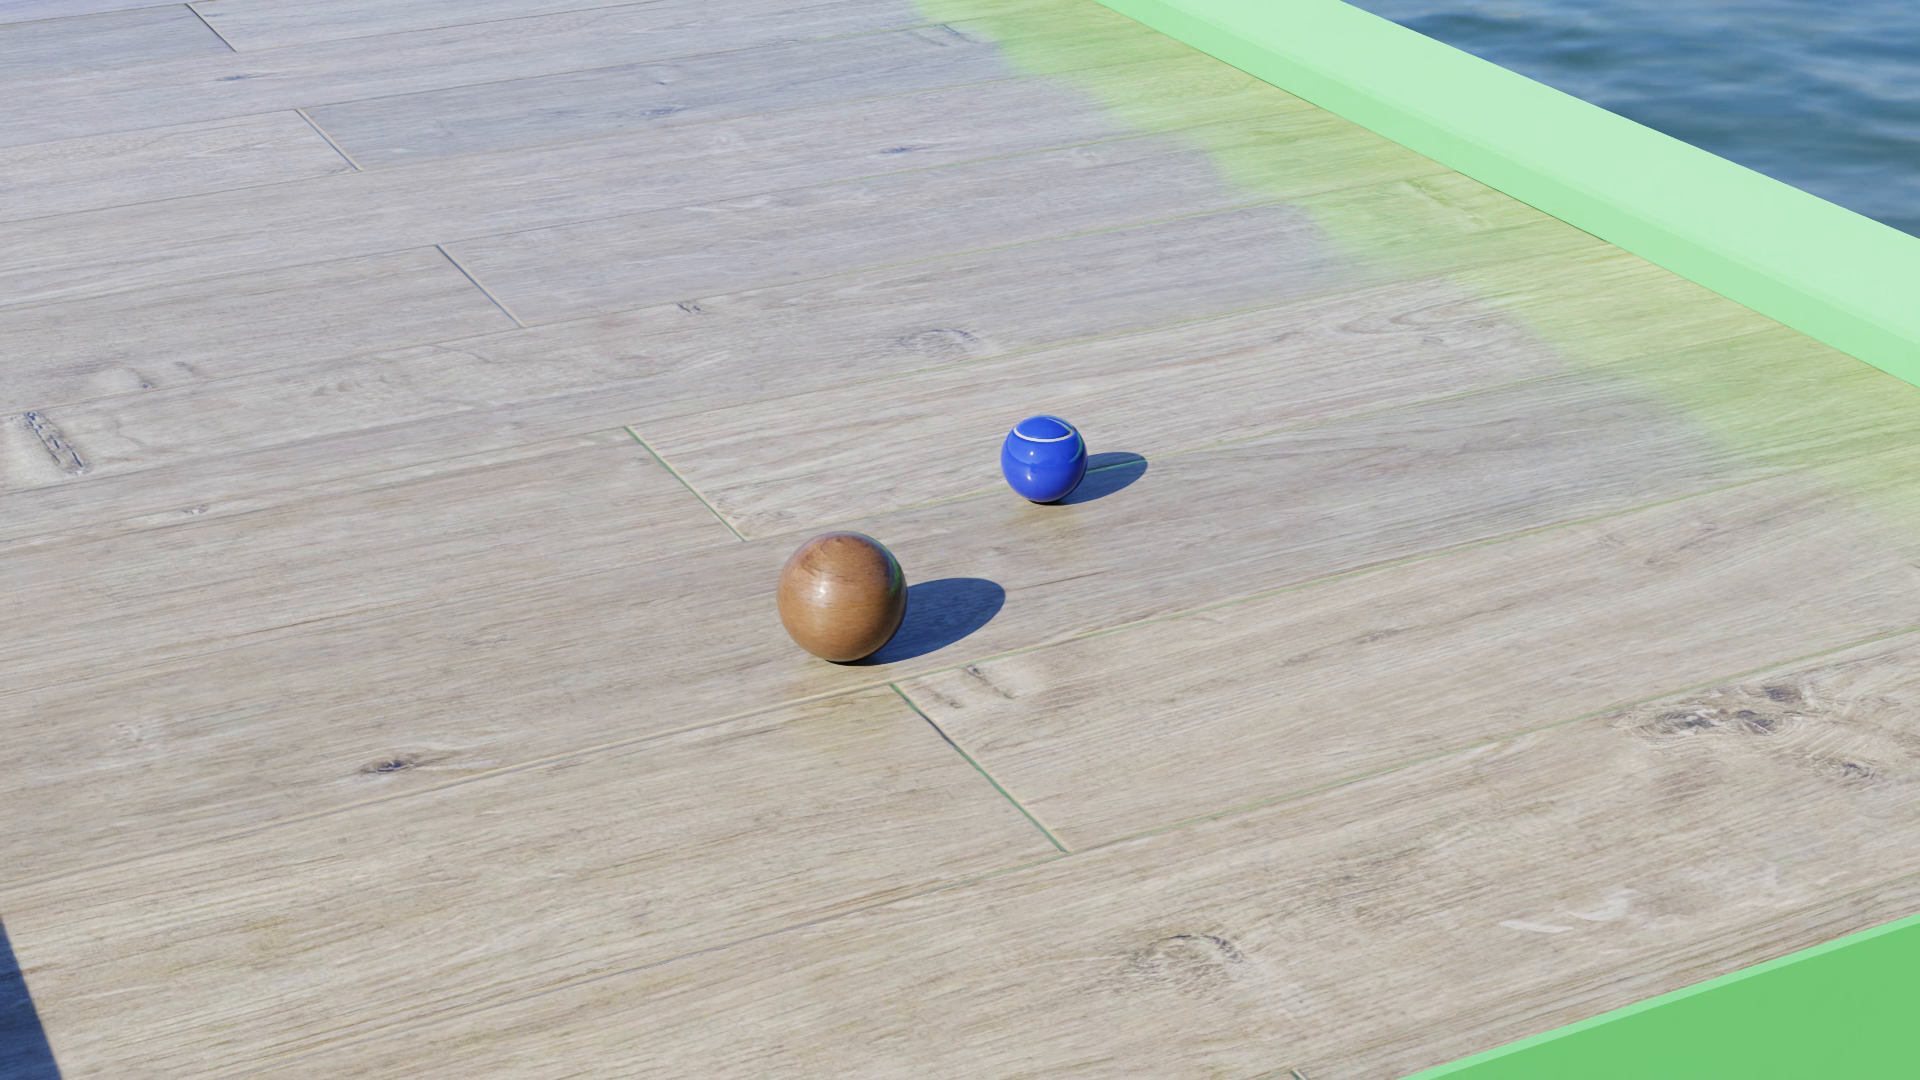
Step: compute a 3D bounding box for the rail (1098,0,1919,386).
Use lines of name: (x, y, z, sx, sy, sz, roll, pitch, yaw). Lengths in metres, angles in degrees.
rail: (0.415, -0.489, 3.095, 0.045, 0.122, 3.178, -12, 28, -24)

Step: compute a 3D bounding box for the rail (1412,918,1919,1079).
rail: (0.347, 0.265, 1.475, 1.779, 0.122, 0.045, -12, 28, -24)

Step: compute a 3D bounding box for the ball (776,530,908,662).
ball: (-0.080, 0.038, 2.002, 0.090, 0.090, 0.090, 0, 25, 0)

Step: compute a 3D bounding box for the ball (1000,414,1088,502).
ball: (0.064, -0.062, 2.244, 0.067, 0.067, 0.067, 0, 25, 0)
